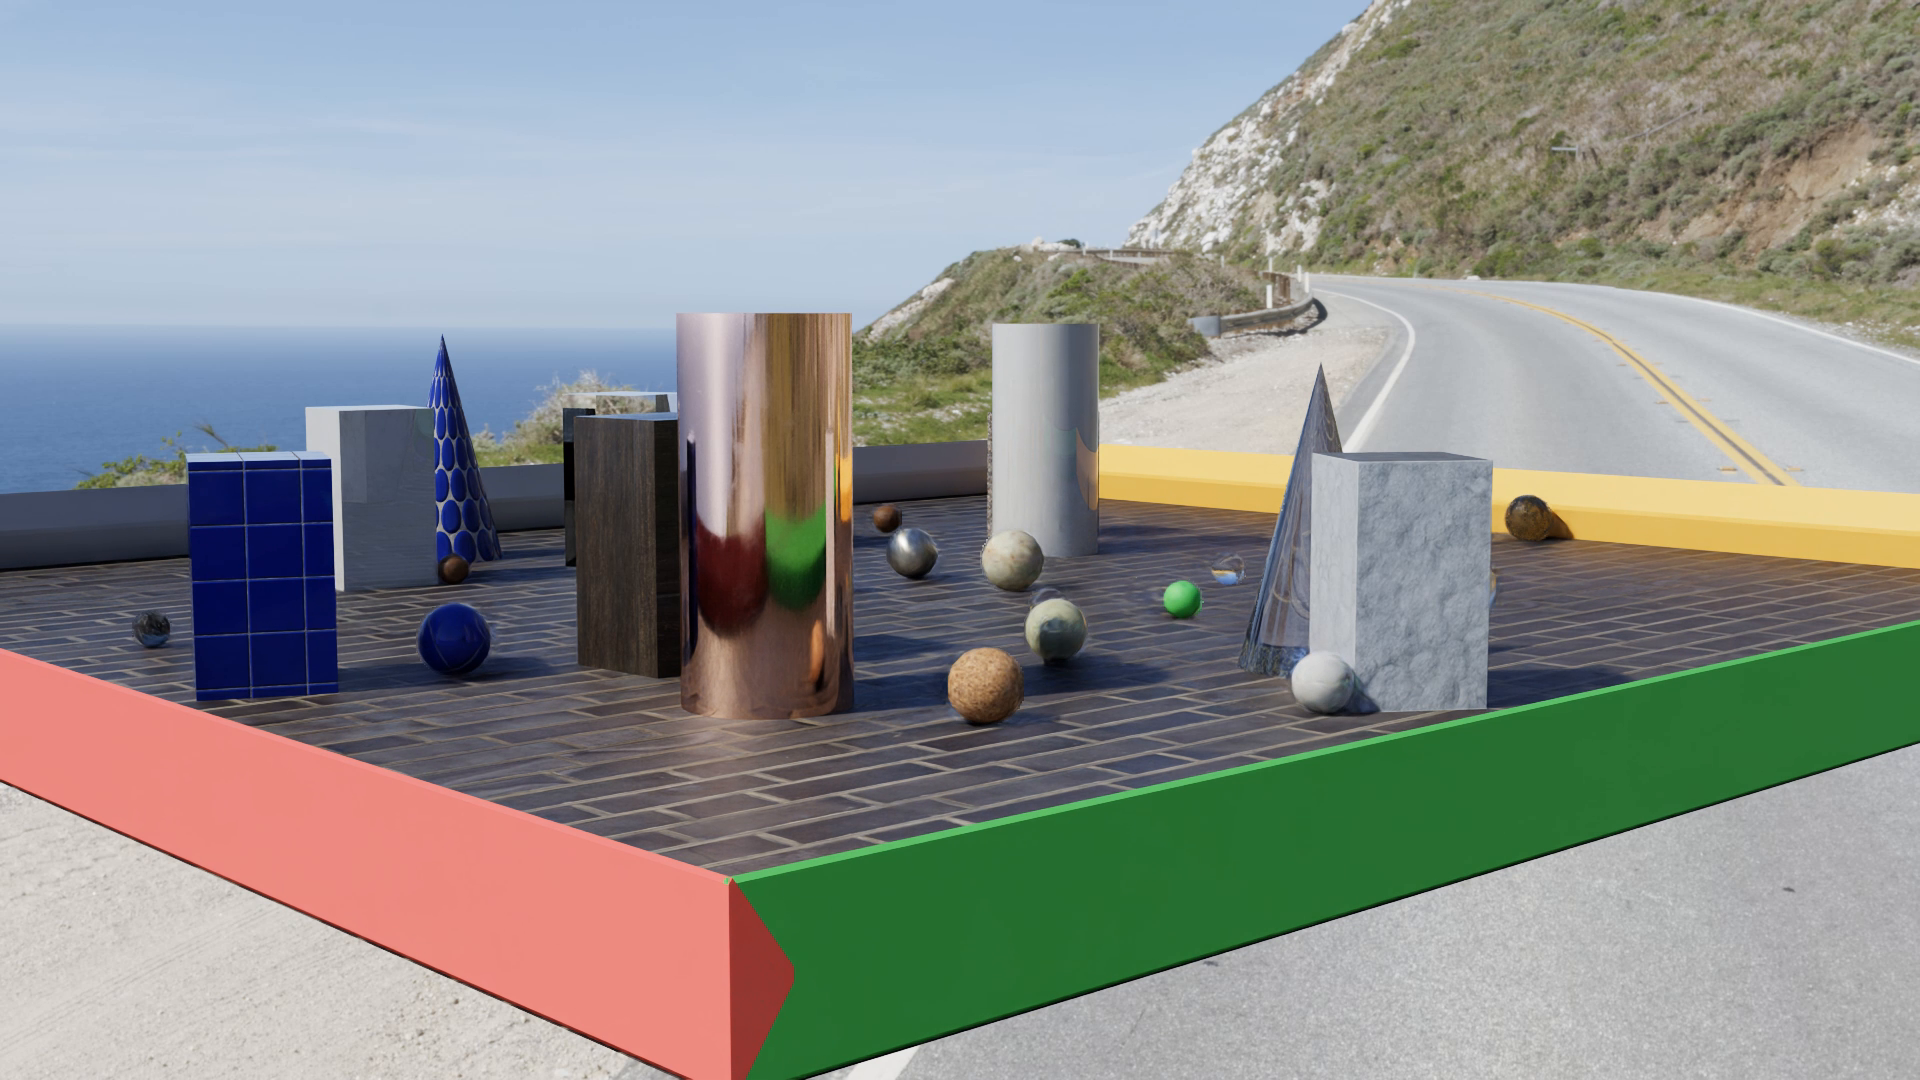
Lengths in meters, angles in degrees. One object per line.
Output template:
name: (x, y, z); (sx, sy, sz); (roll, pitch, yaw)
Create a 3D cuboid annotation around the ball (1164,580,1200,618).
ball: (0.321, 0.086, 3.182); (0.054, 0.054, 0.054); (0, 6, 0)

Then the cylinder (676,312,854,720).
cylinder: (-0.218, -0.033, 2.468); (0.195, 0.441, 0.195); (0, 6, 0)

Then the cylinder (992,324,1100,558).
cylinder: (0.156, -0.187, 4.038); (0.195, 0.419, 0.195); (0, 6, 0)

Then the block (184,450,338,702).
block: (-0.825, 0.038, 2.593); (0.156, 0.273, 0.156); (-2, 6, -20)

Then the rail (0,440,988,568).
rail: (-0.976, -0.077, 4.384); (3.052, 0.127, 0.045); (-5, 8, -42)

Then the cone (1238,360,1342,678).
cone: (0.445, -0.032, 2.732); (0.195, 0.382, 0.195); (0, 6, 0)

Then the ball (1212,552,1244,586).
ball: (0.434, 0.047, 3.562); (0.054, 0.054, 0.054); (0, 6, 0)

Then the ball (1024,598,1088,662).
ball: (0.122, 0.114, 2.794); (0.079, 0.079, 0.079); (0, 6, 0)

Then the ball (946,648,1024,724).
ball: (0.027, 0.157, 2.371); (0.082, 0.082, 0.082); (0, 6, 0)

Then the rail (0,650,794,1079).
rail: (-1.104, 0.139, 2.319); (0.045, 0.127, 2.927); (-5, 8, -42)

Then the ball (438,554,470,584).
ball: (-0.824, 0.046, 3.581); (0.050, 0.050, 0.050); (0, 6, 0)

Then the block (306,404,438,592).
block: (-0.957, -0.072, 3.578); (0.156, 0.286, 0.156); (-4, 7, -35)

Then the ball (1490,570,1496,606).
ball: (0.728, 0.068, 3.175); (0.091, 0.091, 0.091); (0, 6, 0)

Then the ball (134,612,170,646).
ball: (-1.070, 0.118, 2.914); (0.046, 0.046, 0.046); (0, 6, 0)

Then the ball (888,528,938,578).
ball: (-0.079, 0.022, 3.657); (0.083, 0.083, 0.083); (0, 6, 0)

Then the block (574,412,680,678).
block: (-0.371, 0.001, 2.756); (0.156, 0.312, 0.156); (5, 8, 42)

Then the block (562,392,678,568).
block: (-0.579, -0.106, 3.836); (0.156, 0.299, 0.156); (4, 7, 31)

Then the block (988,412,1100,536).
block: (0.164, -0.130, 4.330); (0.156, 0.245, 0.156); (5, 8, 41)

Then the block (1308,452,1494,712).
block: (0.500, 0.044, 2.511); (0.156, 0.278, 0.156); (-1, 6, -9)

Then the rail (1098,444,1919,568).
rail: (1.104, -0.073, 4.345); (0.045, 0.127, 2.927); (-5, 8, -42)

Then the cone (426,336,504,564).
cone: (-0.921, -0.168, 3.935); (0.195, 0.404, 0.195); (0, 6, 0)

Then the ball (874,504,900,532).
ball: (-0.146, -0.043, 4.406); (0.055, 0.055, 0.055); (0, 6, 0)

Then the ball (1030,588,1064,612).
ball: (0.125, 0.094, 3.119); (0.052, 0.052, 0.052); (0, 6, 0)

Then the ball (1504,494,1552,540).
ball: (1.098, -0.043, 4.249); (0.090, 0.090, 0.090); (0, 6, 0)

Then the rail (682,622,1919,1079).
rail: (0.976, 0.143, 2.280); (3.052, 0.127, 0.045); (-5, 8, -42)

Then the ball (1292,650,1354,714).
ball: (0.401, 0.157, 2.431); (0.069, 0.069, 0.069); (0, 6, 0)

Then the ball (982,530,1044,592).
ball: (0.083, 0.032, 3.487); (0.098, 0.098, 0.098); (0, 6, 0)

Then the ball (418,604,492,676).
ball: (-0.617, 0.121, 2.685); (0.088, 0.088, 0.088); (0, 6, 0)
